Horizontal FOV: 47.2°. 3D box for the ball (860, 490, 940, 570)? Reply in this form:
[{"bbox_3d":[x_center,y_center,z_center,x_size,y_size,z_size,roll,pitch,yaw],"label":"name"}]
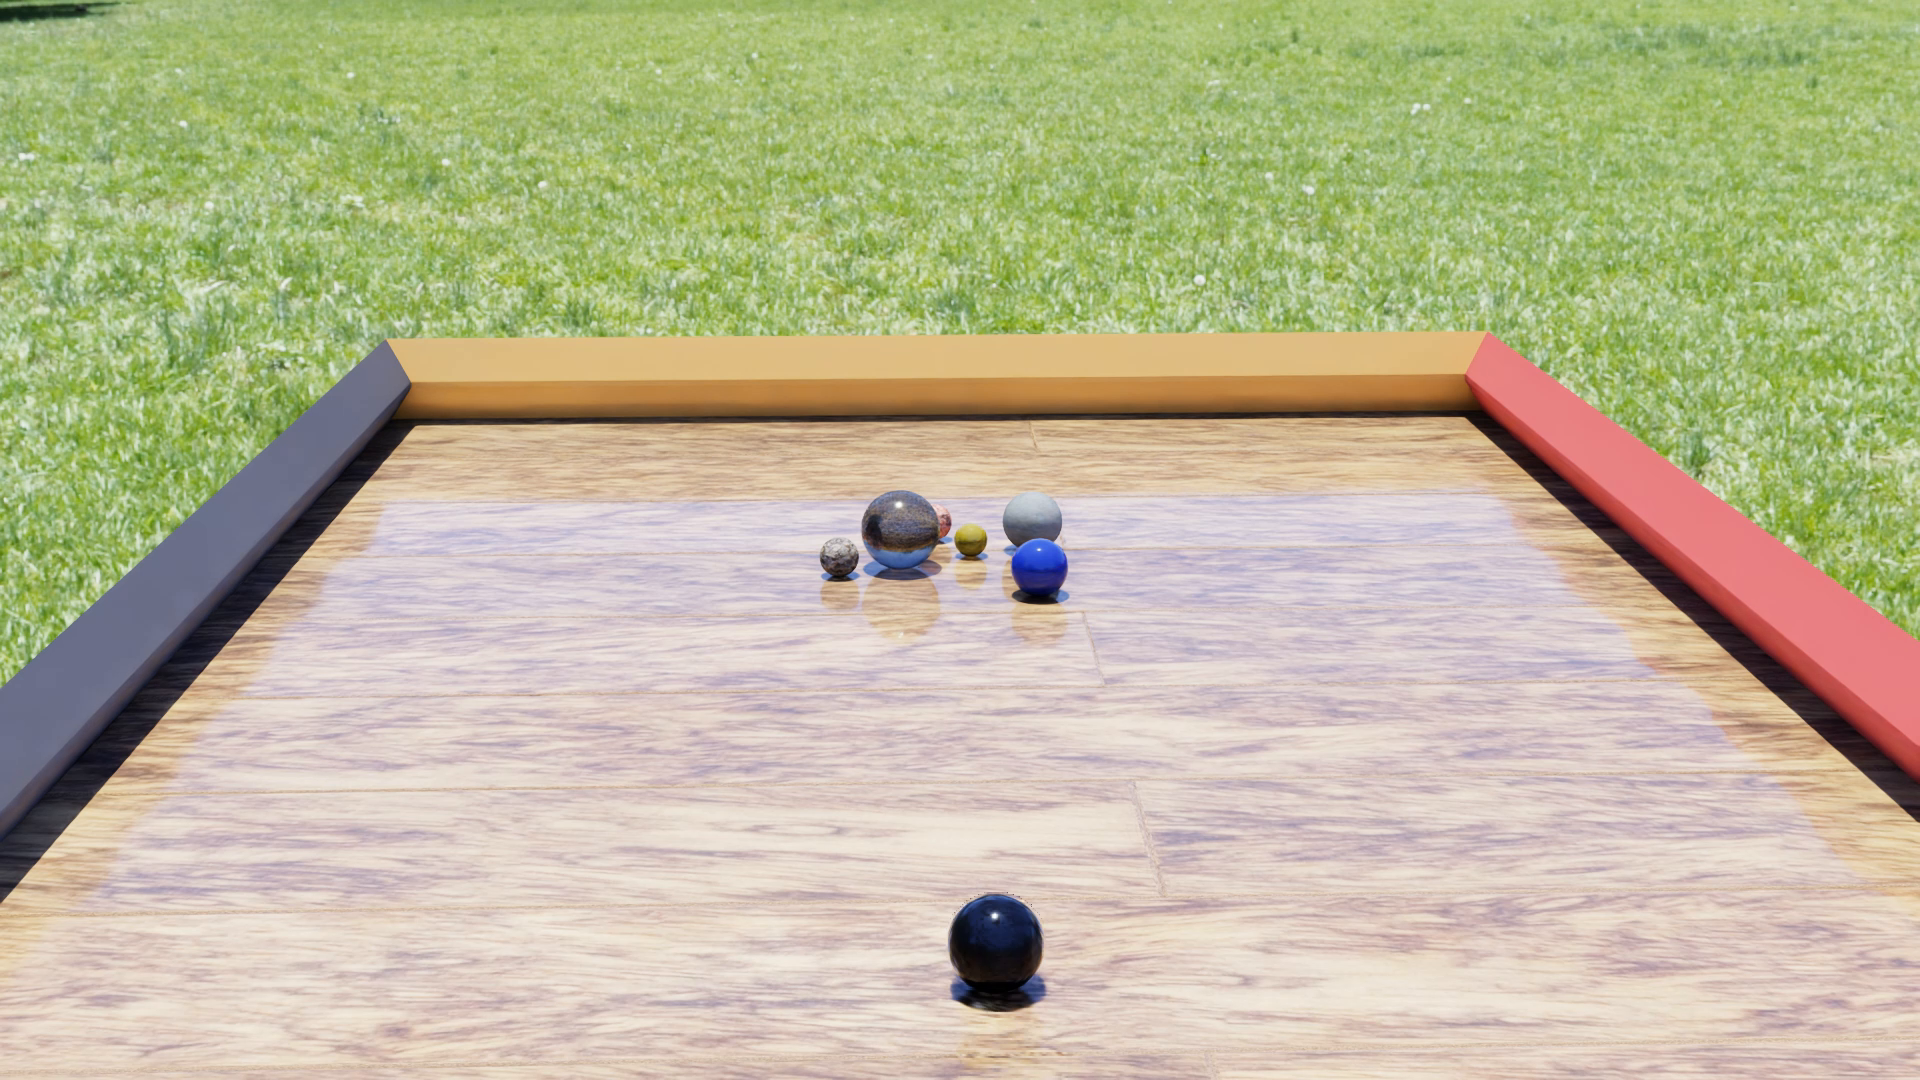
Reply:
[{"bbox_3d":[-0.073,-0.012,2.677,0.097,0.097,0.097,0,16,0],"label":"ball"}]

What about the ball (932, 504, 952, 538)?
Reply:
[{"bbox_3d":[-0.034,-0.023,2.801,0.047,0.047,0.047,0,16,0],"label":"ball"}]

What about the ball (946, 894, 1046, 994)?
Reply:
[{"bbox_3d":[0.027,0.303,1.649,0.074,0.074,0.074,0,16,0],"label":"ball"}]

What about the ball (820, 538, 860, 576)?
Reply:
[{"bbox_3d":[-0.146,0.020,2.652,0.048,0.048,0.048,0,16,0],"label":"ball"}]

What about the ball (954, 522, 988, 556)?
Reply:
[{"bbox_3d":[0.013,0.000,2.733,0.042,0.042,0.042,0,16,0],"label":"ball"}]

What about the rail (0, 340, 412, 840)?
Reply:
[{"bbox_3d":[-0.812,0.207,1.877,0.045,0.126,3.252,-1,16,-2],"label":"rail"}]

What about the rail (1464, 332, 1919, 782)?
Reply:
[{"bbox_3d":[0.871,0.190,1.935,0.045,0.126,3.252,-1,16,-2],"label":"rail"}]

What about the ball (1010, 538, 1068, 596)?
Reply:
[{"bbox_3d":[0.093,0.032,2.576,0.068,0.068,0.068,0,16,0],"label":"ball"}]

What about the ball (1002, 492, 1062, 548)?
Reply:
[{"bbox_3d":[0.091,-0.023,2.753,0.075,0.075,0.075,0,16,0],"label":"ball"}]

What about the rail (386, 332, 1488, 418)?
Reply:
[{"bbox_3d":[-0.028,-0.254,3.442,1.731,0.126,0.045,-1,16,-2],"label":"rail"}]
